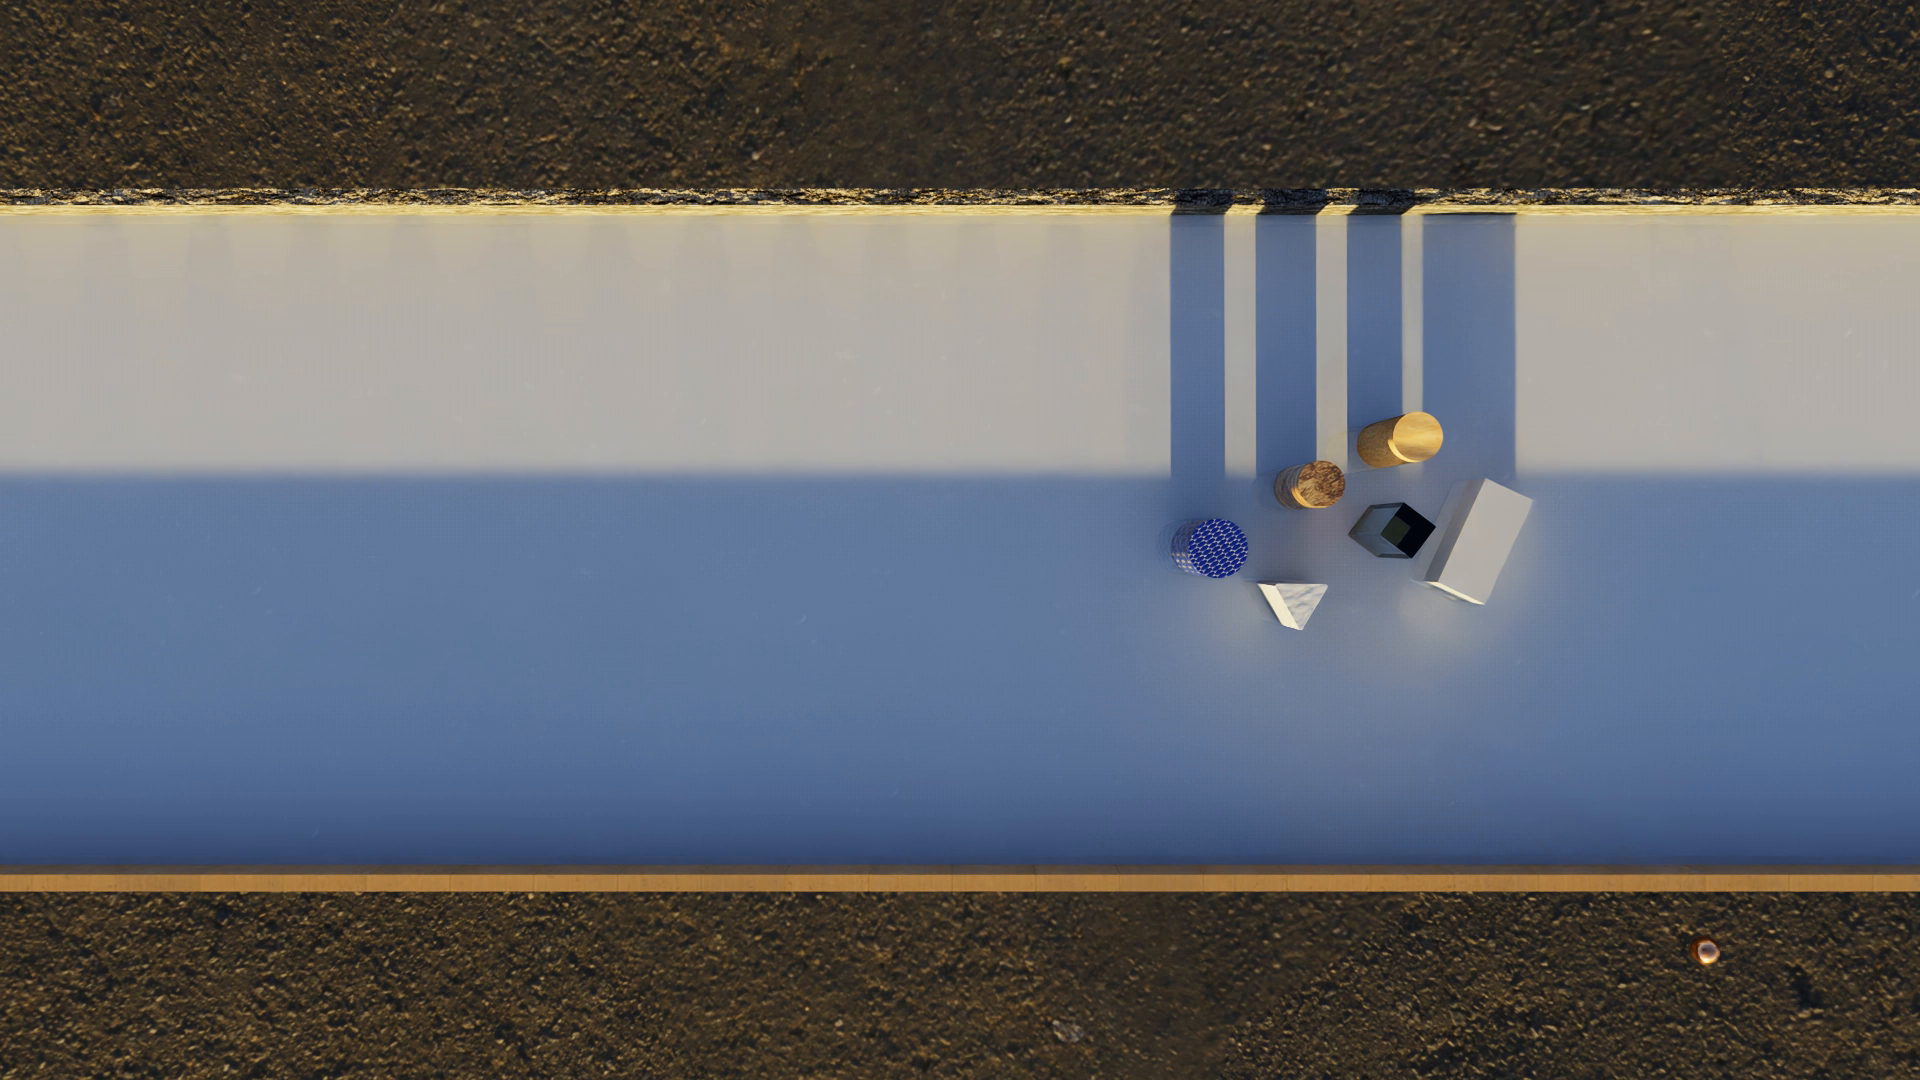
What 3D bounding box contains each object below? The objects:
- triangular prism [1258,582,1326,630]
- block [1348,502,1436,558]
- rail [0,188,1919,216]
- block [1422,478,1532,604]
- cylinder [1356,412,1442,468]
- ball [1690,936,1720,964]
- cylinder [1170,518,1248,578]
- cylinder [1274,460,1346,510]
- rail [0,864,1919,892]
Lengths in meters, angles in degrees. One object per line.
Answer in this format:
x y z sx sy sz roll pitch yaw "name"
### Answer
0.970 0.162 4.926 0.130 0.301 0.150 31 90 0 "triangular prism"
1.273 -0.027 4.881 0.115 0.391 0.115 37 90 0 "block"
-2.247 -1.025 5.002 12.000 0.150 0.050 0 90 0 "rail"
1.567 0.004 4.998 0.156 0.156 0.343 25 90 0 "block"
1.292 -0.292 4.864 0.141 0.424 0.141 0 90 0 "cylinder"
4.914 2.706 10.876 0.181 0.181 0.181 0 90 0 "ball"
0.733 0.024 4.878 0.169 0.397 0.169 0 90 0 "cylinder"
1.031 -0.160 4.889 0.135 0.374 0.135 0 90 0 "cylinder"
-2.247 1.025 5.001 12.000 0.150 0.050 0 90 0 "rail"
